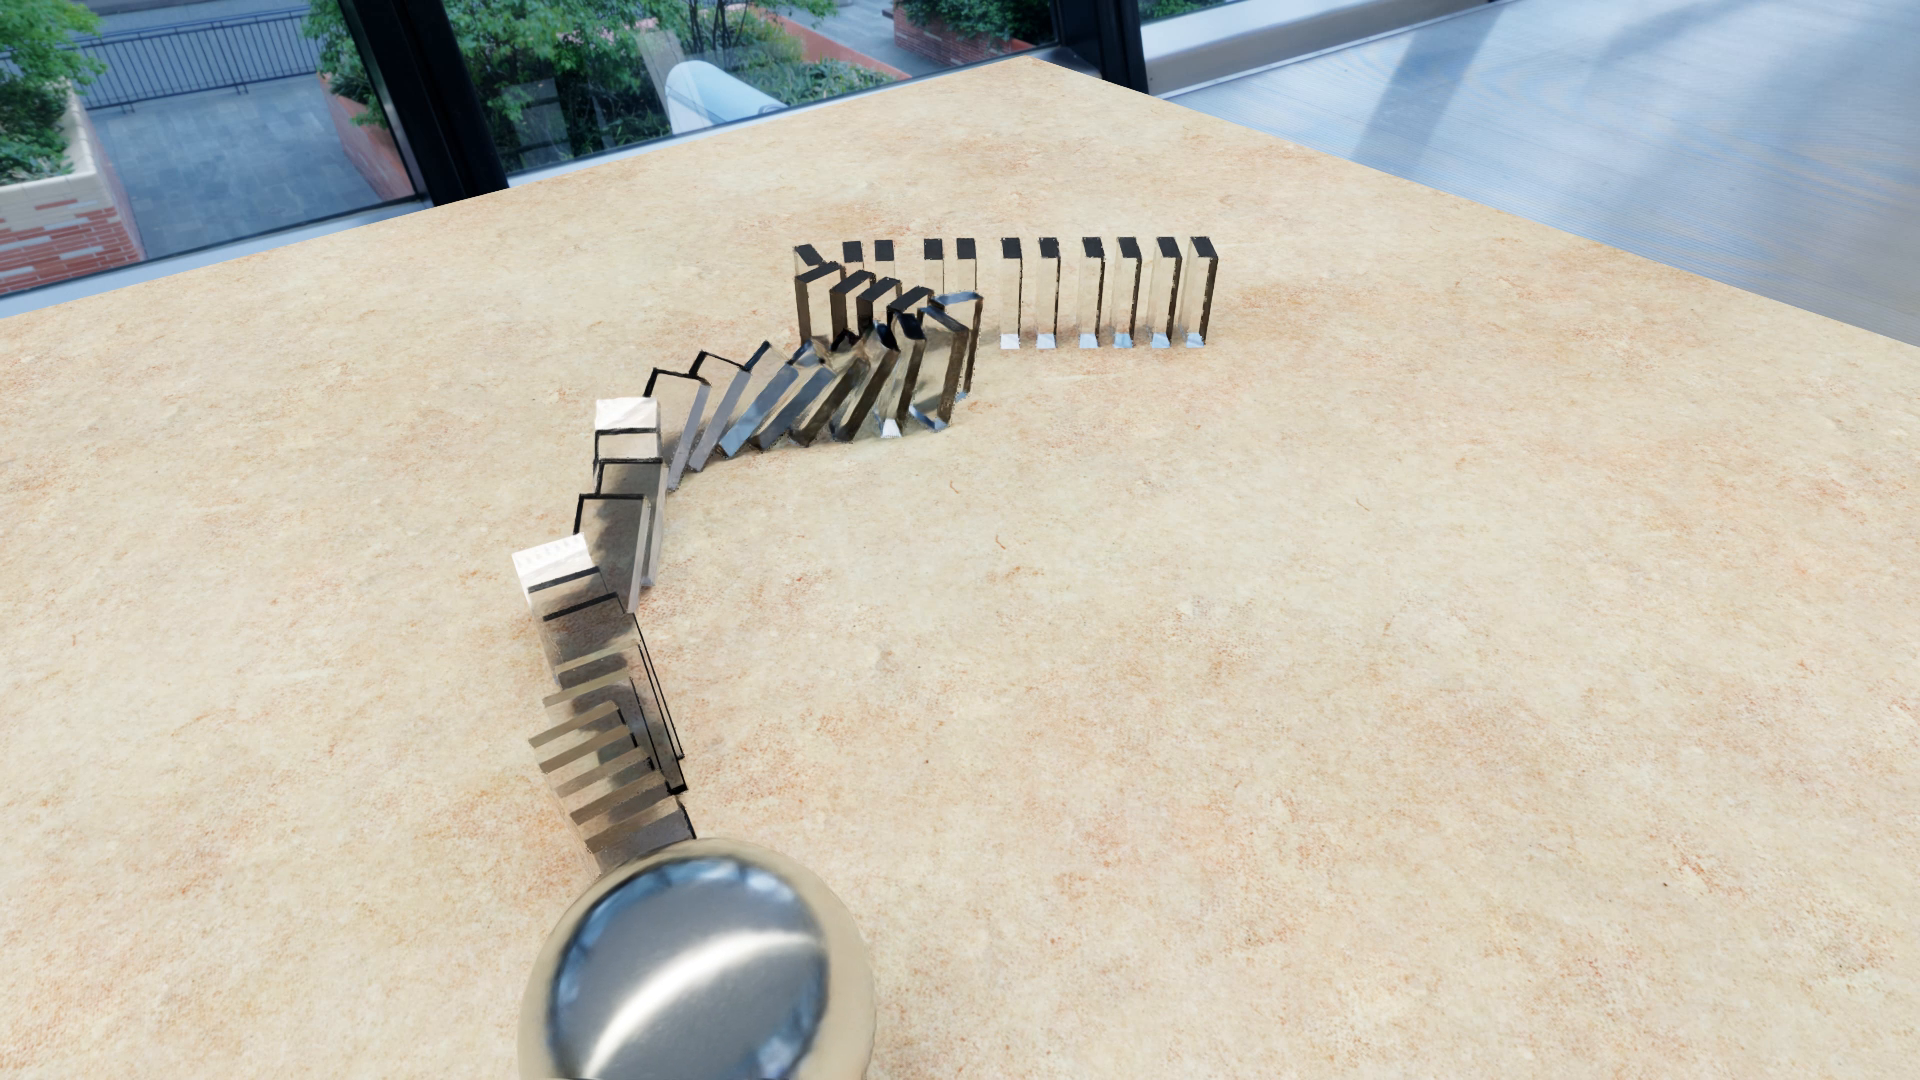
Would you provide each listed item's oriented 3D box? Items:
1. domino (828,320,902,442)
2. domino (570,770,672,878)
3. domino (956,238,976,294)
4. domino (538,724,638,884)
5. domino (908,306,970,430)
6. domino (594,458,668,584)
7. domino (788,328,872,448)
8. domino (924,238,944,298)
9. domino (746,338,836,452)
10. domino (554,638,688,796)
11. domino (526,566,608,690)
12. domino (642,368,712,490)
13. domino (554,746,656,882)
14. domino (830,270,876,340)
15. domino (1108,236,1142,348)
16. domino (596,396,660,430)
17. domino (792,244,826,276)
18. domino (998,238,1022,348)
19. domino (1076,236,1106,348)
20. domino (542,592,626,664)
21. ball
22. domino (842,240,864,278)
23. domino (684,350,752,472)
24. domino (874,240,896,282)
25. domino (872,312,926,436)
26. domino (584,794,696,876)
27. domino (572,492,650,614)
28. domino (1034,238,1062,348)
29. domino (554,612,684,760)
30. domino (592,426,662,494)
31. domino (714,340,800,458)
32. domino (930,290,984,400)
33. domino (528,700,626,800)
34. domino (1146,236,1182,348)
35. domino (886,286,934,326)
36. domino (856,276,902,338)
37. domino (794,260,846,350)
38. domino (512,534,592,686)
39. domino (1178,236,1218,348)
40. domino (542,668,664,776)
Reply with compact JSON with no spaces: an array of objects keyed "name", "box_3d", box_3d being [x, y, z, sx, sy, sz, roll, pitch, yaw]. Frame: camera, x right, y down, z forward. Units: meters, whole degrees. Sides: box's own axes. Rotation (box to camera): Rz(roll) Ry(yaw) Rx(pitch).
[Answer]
[{"name":"domino","box_3d":[-0.045,-0.072,0.501,0.009,0.050,0.025,17,31,-29]},{"name":"domino","box_3d":[-0.085,0.091,0.301,0.025,0.050,0.010,-25,20,-27]},{"name":"domino","box_3d":[0.003,-0.127,0.566,0.009,0.050,0.025,-1,39,-1]},{"name":"domino","box_3d":[-0.098,0.081,0.313,0.025,0.050,0.010,-25,20,-27]},{"name":"domino","box_3d":[-0.012,-0.079,0.506,0.009,0.050,0.025,-22,48,-39]},{"name":"domino","box_3d":[-0.132,-0.008,0.435,0.025,0.009,0.050,1,69,1]},{"name":"domino","box_3d":[-0.061,-0.069,0.500,0.010,0.050,0.025,26,26,-34]},{"name":"domino","box_3d":[-0.013,-0.126,0.565,0.010,0.050,0.025,-2,39,-2]},{"name":"domino","box_3d":[-0.079,-0.066,0.498,0.050,0.010,0.025,-44,39,17]},{"name":"domino","box_3d":[-0.105,0.059,0.341,0.025,0.050,0.009,-20,15,-22]},{"name":"domino","box_3d":[-0.130,0.036,0.383,0.025,0.010,0.050,-19,70,-21]},{"name":"domino","box_3d":[-0.129,-0.049,0.481,0.025,0.010,0.050,12,77,16]},{"name":"domino","box_3d":[-0.091,0.086,0.307,0.025,0.050,0.010,-25,20,-27]},{"name":"domino","box_3d":[-0.051,-0.103,0.538,0.009,0.050,0.025,21,44,23]},{"name":"domino","box_3d":[0.085,-0.127,0.567,0.009,0.050,0.025,0,39,0]},{"name":"domino","box_3d":[-0.141,-0.035,0.466,0.025,0.010,0.050,-3,73,-3]},{"name":"domino","box_3d":[-0.075,-0.122,0.560,0.010,0.050,0.025,-16,42,-18]},{"name":"domino","box_3d":[0.026,-0.127,0.566,0.009,0.050,0.025,-1,39,-1]},{"name":"domino","box_3d":[0.067,-0.127,0.567,0.009,0.050,0.025,0,39,0]},{"name":"domino","box_3d":[-0.119,0.045,0.369,0.025,0.010,0.050,-21,74,-22]},{"name":"ball","box_3d":[-0.059,0.110,0.254,0.080,0.080,0.080,0,39,0]},{"name":"domino","box_3d":[-0.053,-0.124,0.563,0.009,0.050,0.025,-5,40,-6]},{"name":"domino","box_3d":[-0.116,-0.058,0.492,0.025,0.009,0.050,23,81,27]},{"name":"domino","box_3d":[-0.038,-0.125,0.564,0.009,0.050,0.025,-3,39,-4]},{"name":"domino","box_3d":[-0.028,-0.075,0.503,0.010,0.050,0.025,3,37,-21]},{"name":"domino","box_3d":[-0.078,0.097,0.294,0.025,0.050,0.009,-25,20,-27]},{"name":"domino","box_3d":[-0.134,0.007,0.418,0.025,0.009,0.050,1,67,1]},{"name":"domino","box_3d":[0.045,-0.127,0.567,0.009,0.050,0.025,-1,39,-1]},{"name":"domino","box_3d":[-0.109,0.051,0.353,0.025,0.050,0.009,-20,5,-22]},{"name":"domino","box_3d":[-0.137,-0.021,0.451,0.025,0.009,0.050,-3,70,-3]},{"name":"domino","box_3d":[-0.096,-0.064,0.497,0.050,0.009,0.025,-49,45,7]},{"name":"domino","box_3d":[-0.004,-0.090,0.519,0.025,0.050,0.010,-22,43,-39]},{"name":"domino","box_3d":[-0.103,0.075,0.320,0.025,0.050,0.010,-25,20,-27]},{"name":"domino","box_3d":[0.105,-0.128,0.567,0.010,0.050,0.025,0,39,-1]},{"name":"domino","box_3d":[-0.023,-0.093,0.525,0.010,0.050,0.025,23,44,25]},{"name":"domino","box_3d":[-0.038,-0.099,0.532,0.010,0.050,0.025,20,44,23]},{"name":"domino","box_3d":[-0.067,-0.110,0.546,0.009,0.050,0.025,31,48,32]},{"name":"domino","box_3d":[-0.141,0.025,0.397,0.025,0.009,0.050,-19,69,-21]},{"name":"domino","box_3d":[0.122,-0.128,0.567,0.010,0.050,0.025,-1,39,-2]},{"name":"domino","box_3d":[-0.105,0.067,0.331,0.025,0.050,0.009,-20,17,-22]}]
